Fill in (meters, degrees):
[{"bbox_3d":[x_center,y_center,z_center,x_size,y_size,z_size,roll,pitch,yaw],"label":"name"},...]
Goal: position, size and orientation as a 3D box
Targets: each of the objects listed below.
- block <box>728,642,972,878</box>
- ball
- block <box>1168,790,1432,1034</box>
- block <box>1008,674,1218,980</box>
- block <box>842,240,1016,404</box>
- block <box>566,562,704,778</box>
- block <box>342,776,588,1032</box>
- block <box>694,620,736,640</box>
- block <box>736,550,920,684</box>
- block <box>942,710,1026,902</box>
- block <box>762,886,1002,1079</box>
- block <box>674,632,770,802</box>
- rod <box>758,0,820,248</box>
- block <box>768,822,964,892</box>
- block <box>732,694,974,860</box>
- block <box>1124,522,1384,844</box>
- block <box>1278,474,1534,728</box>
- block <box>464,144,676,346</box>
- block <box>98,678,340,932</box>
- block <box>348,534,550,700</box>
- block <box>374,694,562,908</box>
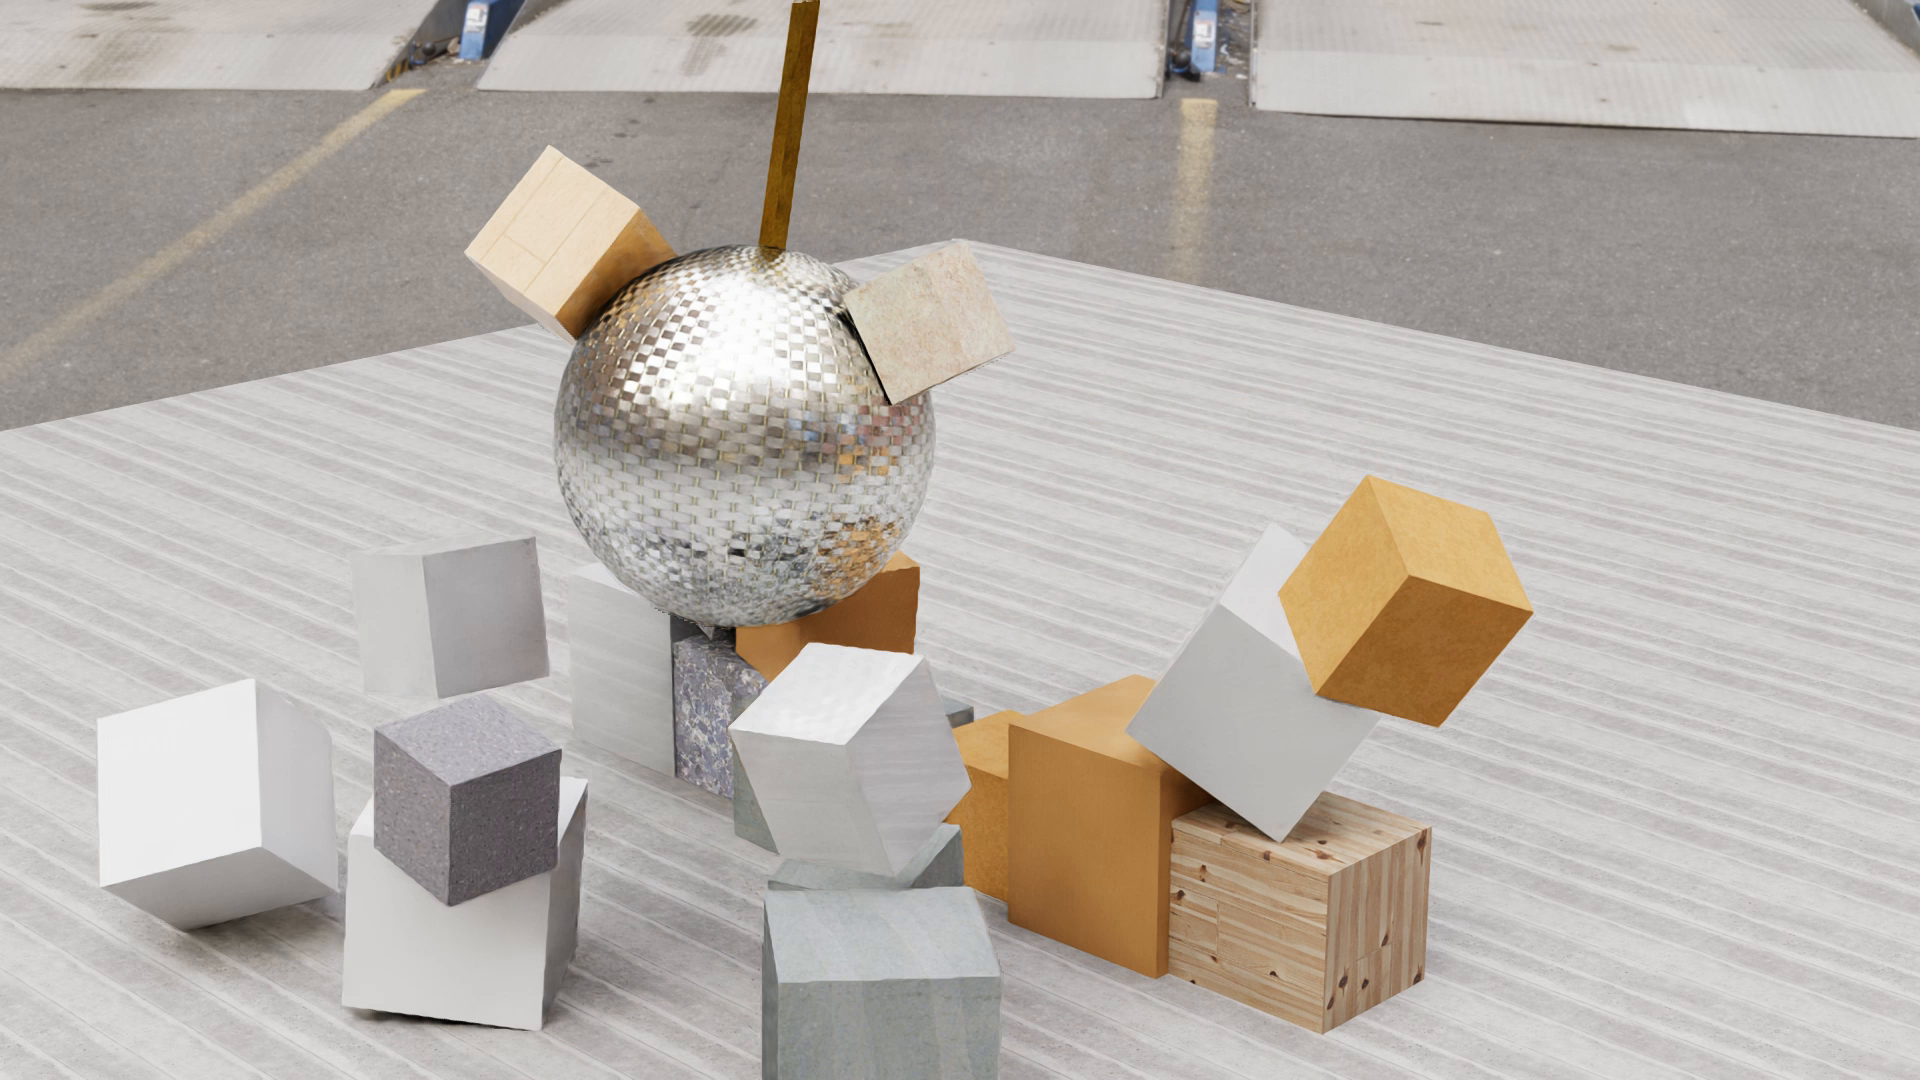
[{"bbox_3d":[-0.414,0.834,11.230,0.563,0.630,0.558,5,37,36],"label":"block"},{"bbox_3d":[-0.899,-0.434,12.263,1.600,1.600,1.600,0,17,0],"label":"ball"},{"bbox_3d":[1.426,1.517,12.343,0.818,0.704,0.710,16,24,42],"label":"block"},{"bbox_3d":[0.810,1.234,12.852,0.845,0.940,0.853,16,23,41],"label":"block"},{"bbox_3d":[-0.122,-0.876,11.786,0.409,0.480,0.383,-23,2,33],"label":"block"},{"bbox_3d":[-1.402,0.580,15.008,0.860,0.895,0.816,-17,24,-42],"label":"block"},{"bbox_3d":[-2.050,1.459,12.203,0.821,0.783,0.771,7,20,2],"label":"block"},{"bbox_3d":[-1.012,-0.011,14.370,0.676,0.690,0.638,-8,36,-33],"label":"block"},{"bbox_3d":[-0.632,0.329,13.896,0.616,0.620,0.631,-9,26,-30],"label":"block"},{"bbox_3d":[0.255,1.224,13.460,0.636,0.594,0.717,-17,24,-42],"label":"block"},{"bbox_3d":[-0.310,1.857,10.869,0.795,0.875,0.788,0,17,-8],"label":"block"},{"bbox_3d":[-0.843,0.833,14.502,0.838,0.715,0.753,-16,24,-42],"label":"block"},{"bbox_3d":[-0.390,-3.757,11.753,0.080,5.200,0.080,17,12,42],"label":"rod"},{"bbox_3d":[-0.373,1.576,12.159,0.569,0.636,0.677,7,25,22],"label":"block"},{"bbox_3d":[-0.504,1.086,13.775,0.796,0.667,0.801,-16,23,-40],"label":"block"},{"bbox_3d":[1.313,0.583,12.192,0.788,0.764,0.812,36,32,3],"label":"block"},{"bbox_3d":[1.765,0.248,11.682,0.608,0.673,0.589,16,36,-26],"label":"block"},{"bbox_3d":[-1.642,-1.210,12.445,0.513,0.577,0.567,35,-7,19],"label":"block"},{"bbox_3d":[-3.203,1.152,12.668,0.751,0.769,0.682,-15,-27,11],"label":"block"},{"bbox_3d":[-2.338,0.342,13.435,0.607,0.647,0.624,-11,8,-42],"label":"block"},{"bbox_3d":[-1.936,1.014,11.505,0.510,0.545,0.524,-18,35,-40],"label":"block"}]
